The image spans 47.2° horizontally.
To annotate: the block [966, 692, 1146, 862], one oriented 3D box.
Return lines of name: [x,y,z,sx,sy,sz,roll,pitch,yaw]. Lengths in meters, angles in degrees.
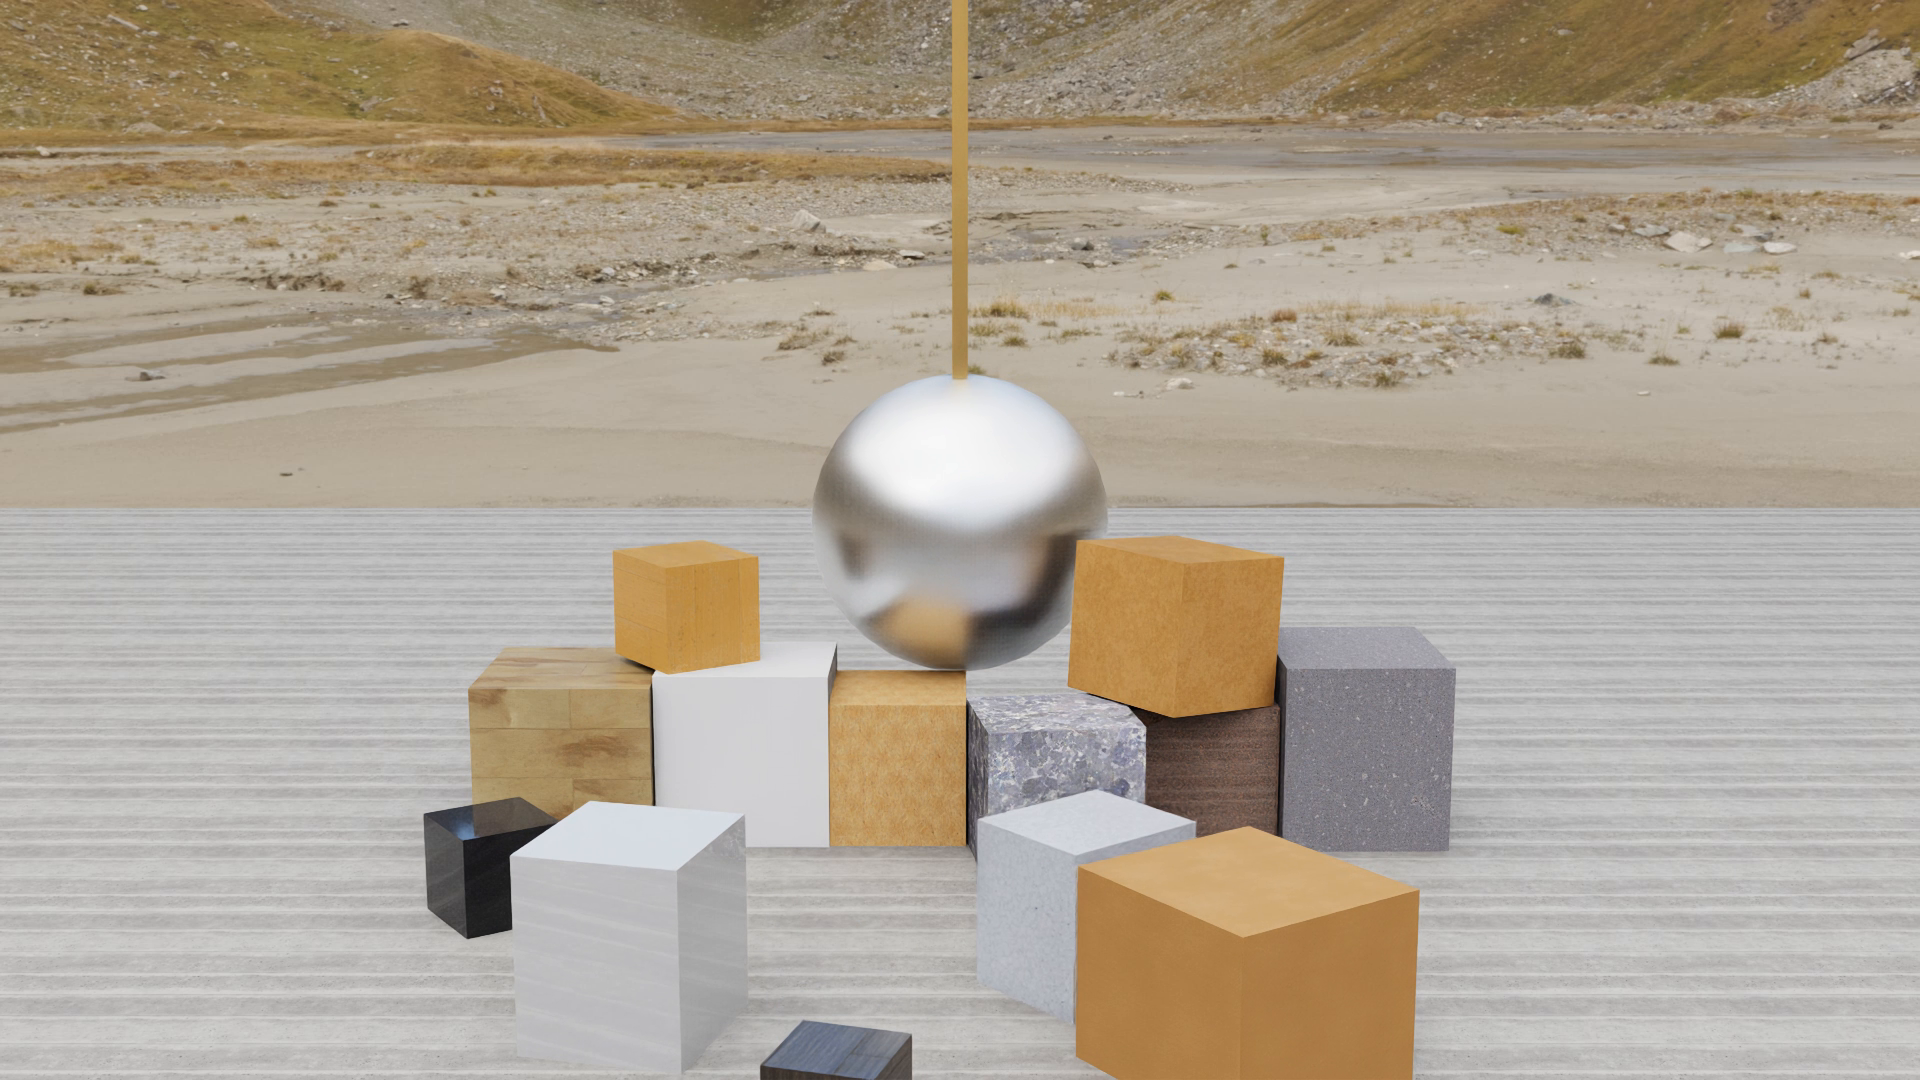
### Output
block: [0.459,1.210,10.822,0.761,0.748,0.690,-2,10,-8]

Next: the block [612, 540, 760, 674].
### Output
block: [-1.406,0.336,11.288,0.528,0.542,0.581,-7,13,-35]

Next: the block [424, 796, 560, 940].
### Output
block: [-2.135,1.493,10.073,0.472,0.459,0.480,-7,12,-34]

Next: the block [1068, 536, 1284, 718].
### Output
block: [1.081,0.417,11.072,0.690,0.753,0.782,-3,10,-38]

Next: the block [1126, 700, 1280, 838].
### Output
block: [1.211,1.130,11.369,0.756,0.709,0.690,0,10,-2]

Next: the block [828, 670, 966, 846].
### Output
block: [-0.311,1.117,11.381,0.685,0.731,0.737,0,10,0]

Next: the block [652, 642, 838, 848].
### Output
block: [-1.090,1.043,11.373,0.871,0.880,0.782,0,10,0]

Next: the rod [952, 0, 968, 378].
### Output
rod: [0.000,-3.352,10.860,0.080,5.200,0.080,0,17,0]

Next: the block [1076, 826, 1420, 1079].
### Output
block: [1.076,1.649,8.337,0.875,0.772,0.934,-7,12,-34]

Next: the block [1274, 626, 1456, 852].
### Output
block: [2.022,1.011,11.378,0.834,0.940,0.949,0,10,-1]

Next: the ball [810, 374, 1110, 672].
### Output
ball: [0.000,-0.094,11.830,1.600,1.600,1.600,0,10,0]

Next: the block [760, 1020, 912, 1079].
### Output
block: [-0.425,1.962,7.657,0.411,0.401,0.412,3,11,17]

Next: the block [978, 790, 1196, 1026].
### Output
block: [0.527,1.519,9.205,0.679,0.717,0.604,-8,13,-39]

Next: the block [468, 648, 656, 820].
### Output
block: [-1.979,1.066,11.354,0.890,0.840,0.909,0,10,0]

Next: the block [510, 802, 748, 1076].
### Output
block: [-1.295,1.557,8.728,0.682,0.813,0.730,3,11,15]
